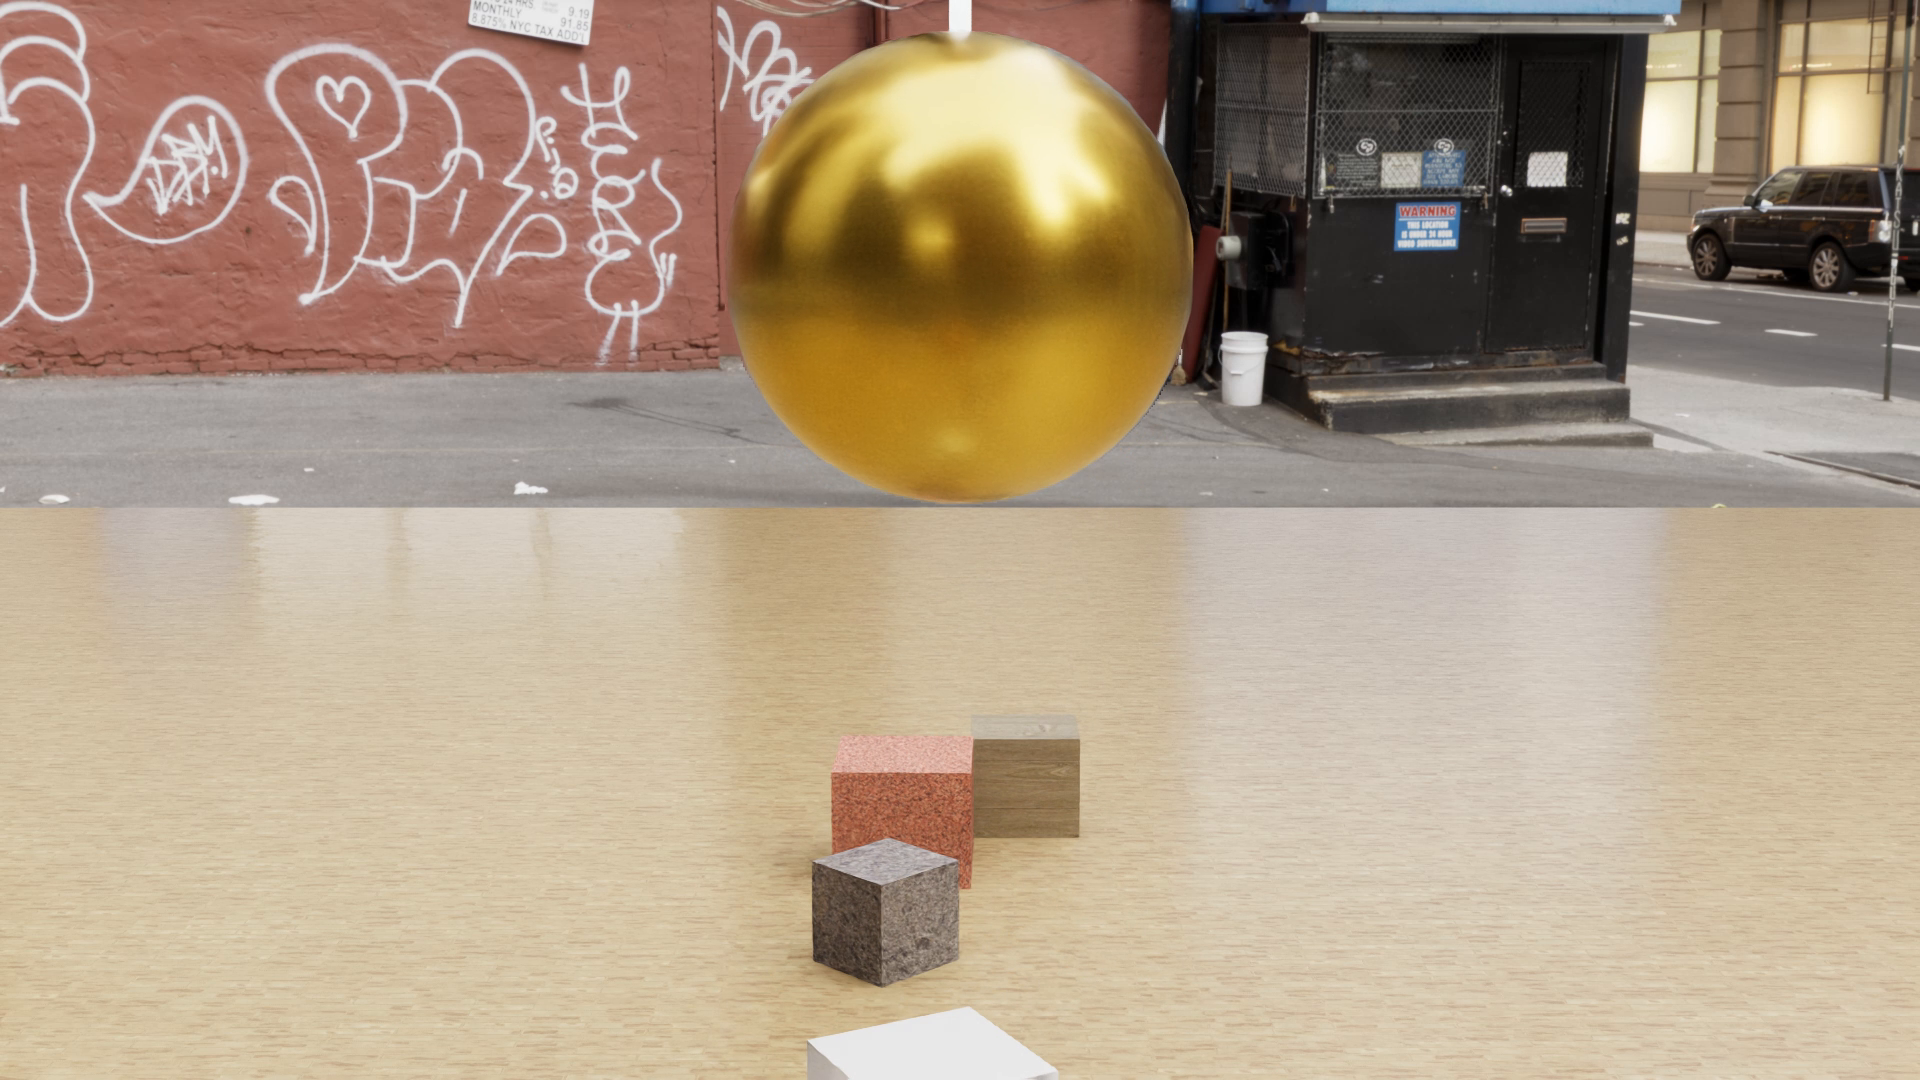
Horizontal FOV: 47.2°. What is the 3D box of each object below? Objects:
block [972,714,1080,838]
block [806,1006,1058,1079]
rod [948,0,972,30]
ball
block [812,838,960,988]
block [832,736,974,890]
[{"bbox_3d":[0.335,1.219,11.404,0.547,0.521,0.489,0,10,0],"label":"block"},{"bbox_3d":[-0.097,1.959,7.254,0.616,0.550,0.606,-5,12,-28],"label":"block"},{"bbox_3d":[0.000,-4.011,8.934,0.080,5.200,0.080,0,-25,0],"label":"rod"},{"bbox_3d":[0.000,-0.923,7.511,1.600,1.600,1.600,0,10,0],"label":"ball"},{"bbox_3d":[-0.321,1.601,9.501,0.457,0.450,0.440,-10,14,-44],"label":"block"},{"bbox_3d":[-0.270,1.317,10.722,0.658,0.572,0.658,0,10,1],"label":"block"}]
